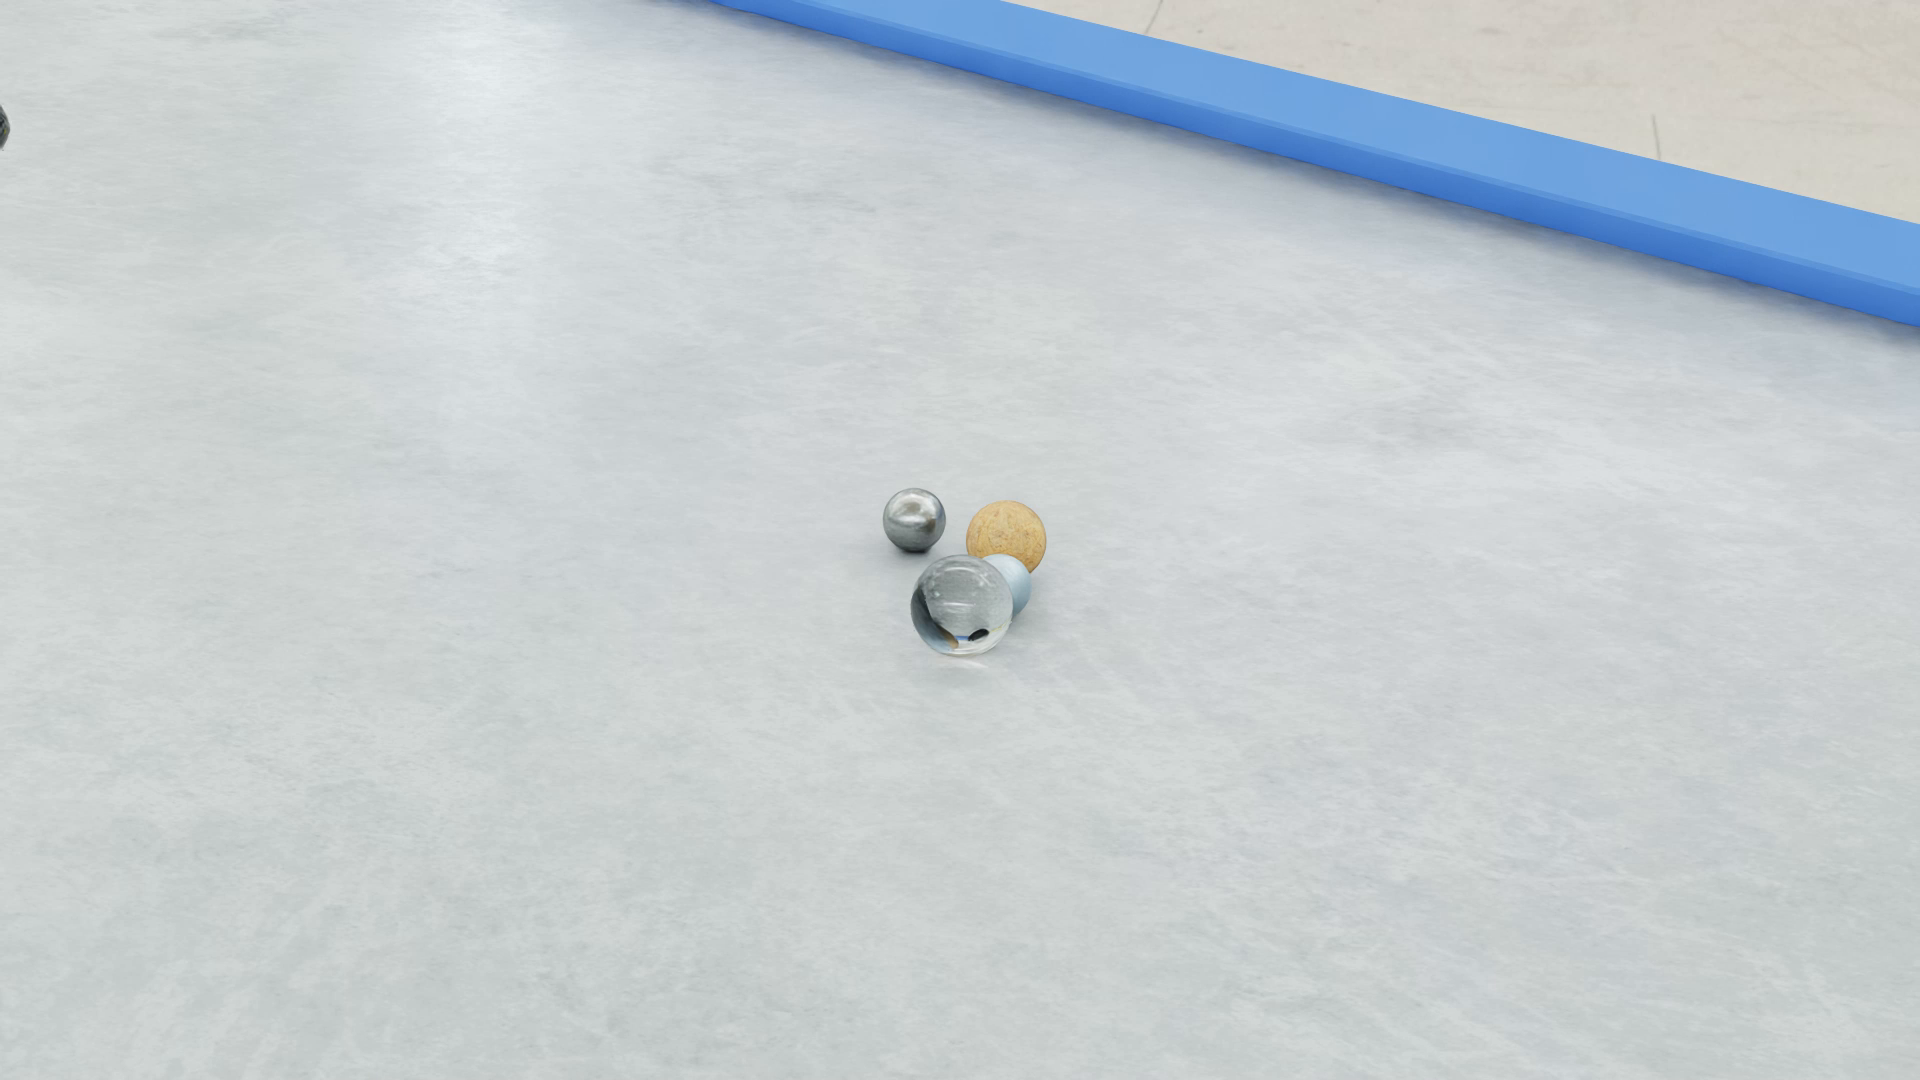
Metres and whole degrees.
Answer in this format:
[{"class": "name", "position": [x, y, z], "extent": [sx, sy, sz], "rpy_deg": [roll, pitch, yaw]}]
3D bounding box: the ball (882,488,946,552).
[{"class": "ball", "position": [-0.037, -0.016, 2.368], "extent": [0.052, 0.052, 0.052], "rpy_deg": [0, 24, 0]}]

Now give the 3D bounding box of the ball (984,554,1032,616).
[{"class": "ball", "position": [0.030, 0.036, 2.251], "extent": [0.050, 0.050, 0.050], "rpy_deg": [0, 24, 0]}]

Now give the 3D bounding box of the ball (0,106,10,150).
[{"class": "ball", "position": [-1.132, -0.475, 3.383], "extent": [0.075, 0.075, 0.075], "rpy_deg": [0, 24, 0]}]

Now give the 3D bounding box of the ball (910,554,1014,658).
[{"class": "ball", "position": [0.001, 0.049, 2.187], "extent": [0.077, 0.077, 0.077], "rpy_deg": [0, 24, 0]}]

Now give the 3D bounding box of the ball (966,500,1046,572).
[{"class": "ball", "position": [0.036, 0.001, 2.314], "extent": [0.064, 0.064, 0.064], "rpy_deg": [0, 24, 0]}]

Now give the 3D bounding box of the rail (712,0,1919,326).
[{"class": "rail", "position": [0.054, -0.615, 3.668], "extent": [0.045, 0.100, 4.154], "rpy_deg": [-21, 31, -39]}]
